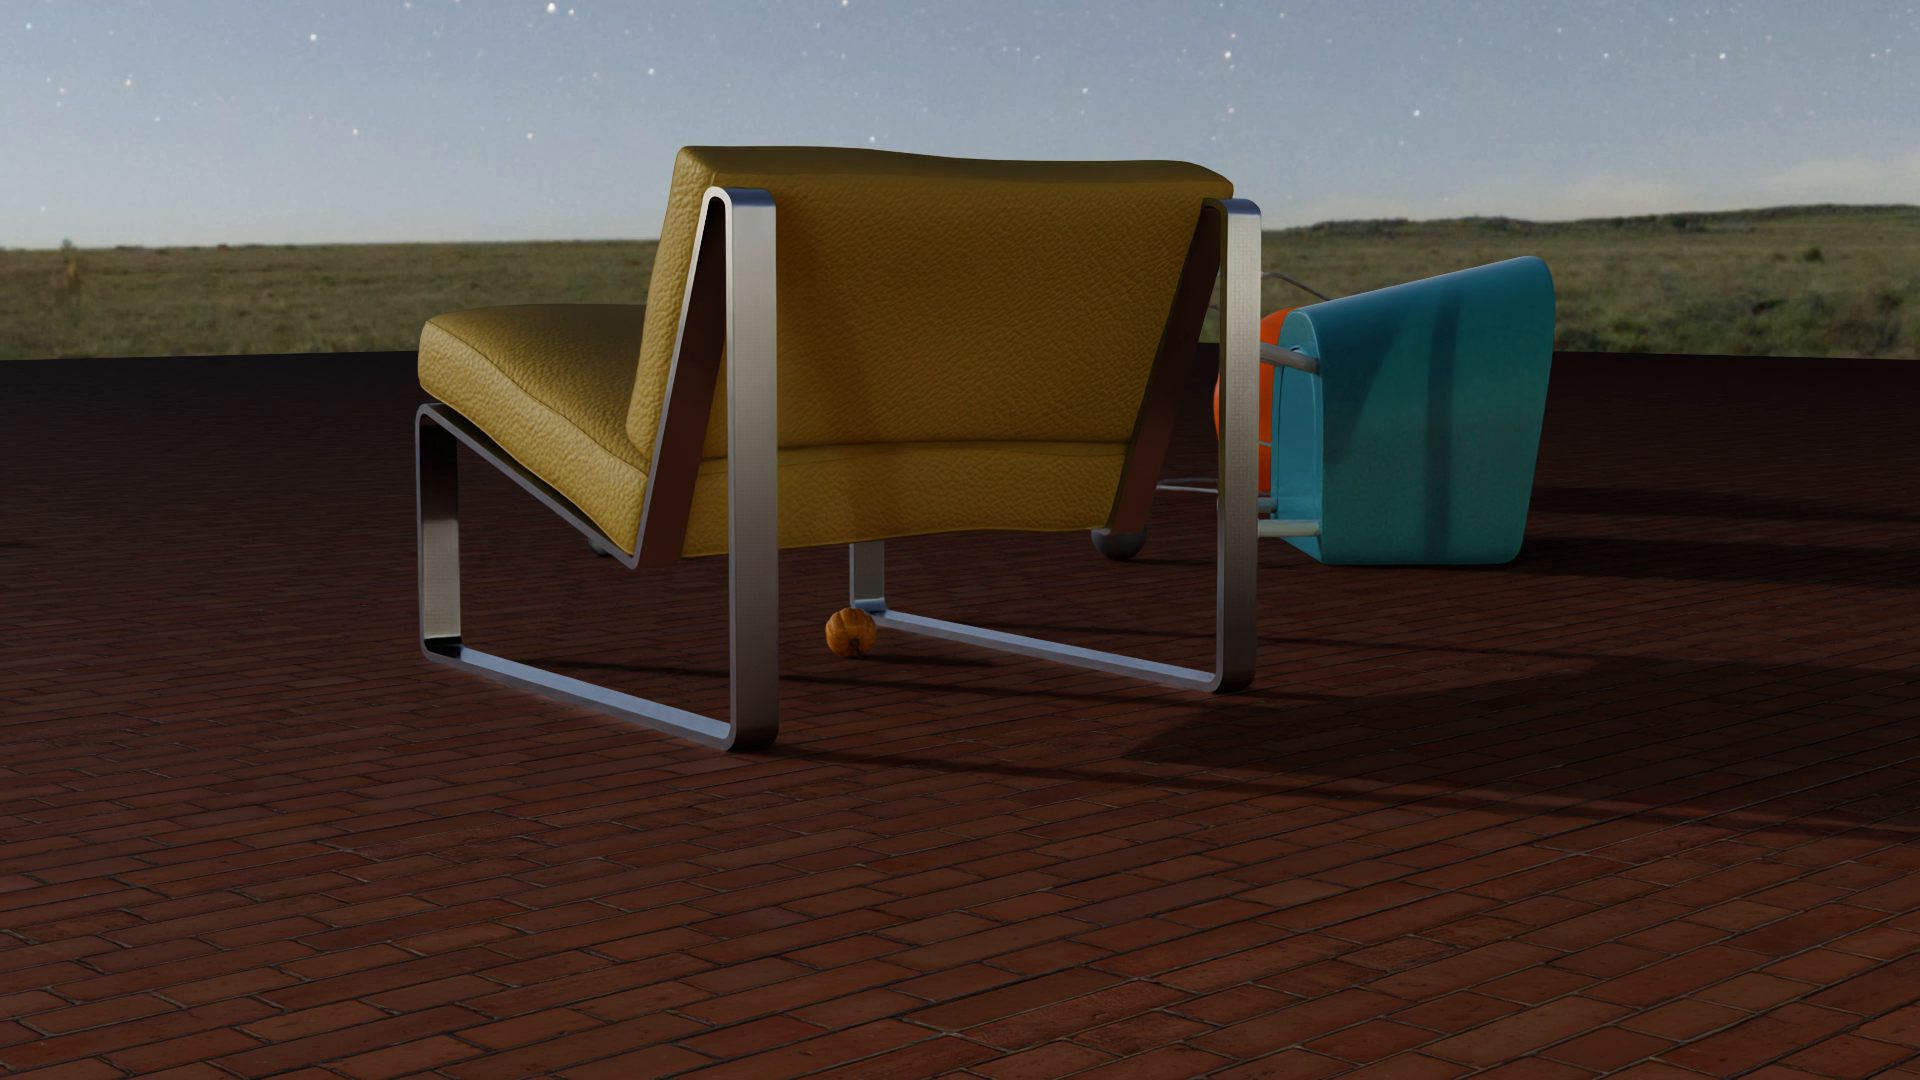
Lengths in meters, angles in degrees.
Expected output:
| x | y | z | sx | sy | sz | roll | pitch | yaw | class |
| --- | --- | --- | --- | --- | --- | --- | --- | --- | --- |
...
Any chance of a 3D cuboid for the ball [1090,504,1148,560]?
| x | y | z | sx | sy | sz | roll | pitch | yaw | class |
| --- | --- | --- | --- | --- | --- | --- | --- | --- | --- |
| 0.369 | -0.018 | 5.951 | 0.131 | 0.131 | 0.131 | 0 | 6 | 0 | ball |
